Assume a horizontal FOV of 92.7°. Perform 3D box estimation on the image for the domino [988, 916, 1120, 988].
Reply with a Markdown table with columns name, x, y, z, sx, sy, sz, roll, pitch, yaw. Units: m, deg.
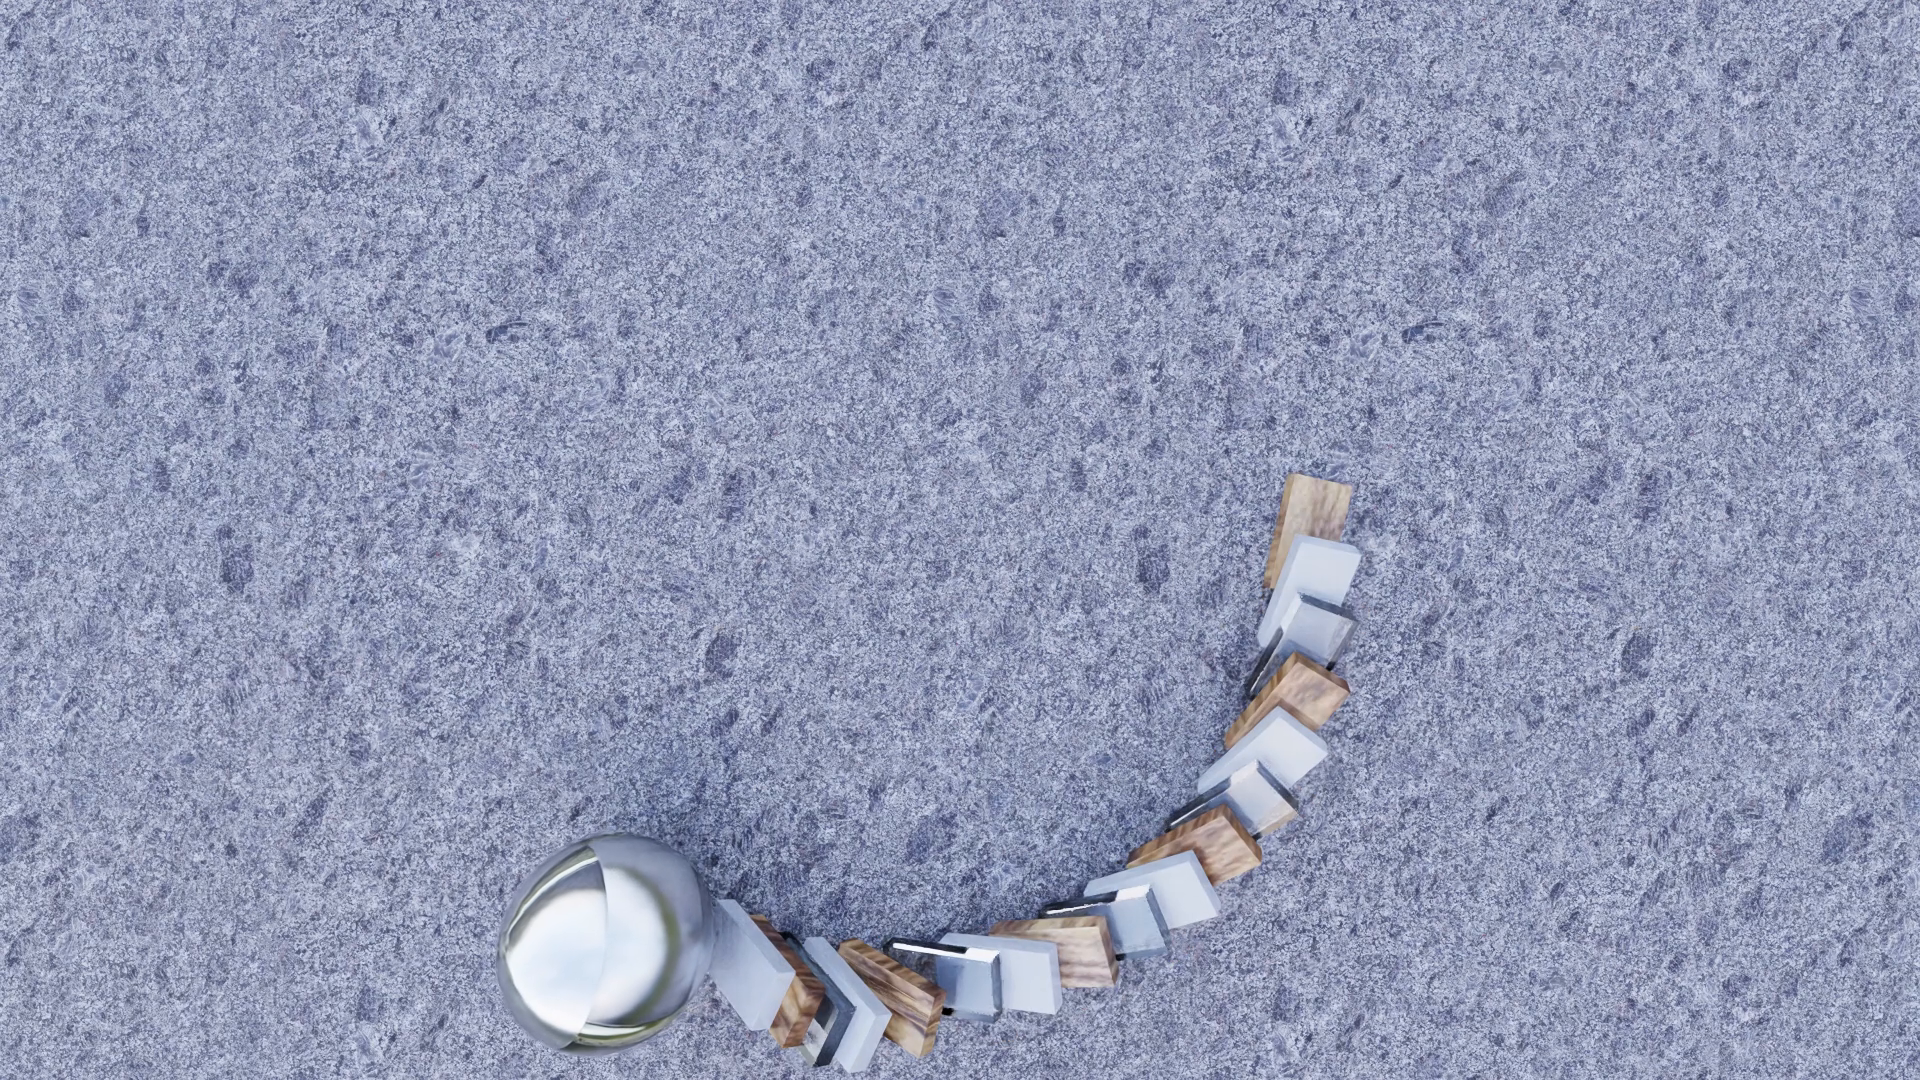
| name | x | y | z | sx | sy | sz | roll | pitch | yaw |
| --- | --- | --- | --- | --- | --- | --- | --- | --- | --- |
| domino | 0.039 | 0.173 | 0.385 | 0.050 | 0.009 | 0.025 | -15 | 90 | 25 |

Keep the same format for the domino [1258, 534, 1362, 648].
| name | x | y | z | sx | sy | sz | roll | pitch | yaw |
| --- | --- | --- | --- | --- | --- | --- | --- | --- | --- |
| domino | 0.146 | 0.024 | 0.386 | 0.025 | 0.010 | 0.050 | 12 | 114 | 0 |

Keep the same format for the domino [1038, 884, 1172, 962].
| name | x | y | z | sx | sy | sz | roll | pitch | yaw |
| --- | --- | --- | --- | --- | --- | --- | --- | --- | --- |
| domino | 0.060 | 0.163 | 0.385 | 0.050 | 0.009 | 0.025 | -22 | 90 | 25 |

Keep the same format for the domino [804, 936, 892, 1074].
| name | x | y | z | sx | sy | sz | roll | pitch | yaw |
| --- | --- | --- | --- | --- | --- | --- | --- | --- | --- |
| domino | -0.052 | 0.191 | 0.379 | 0.050 | 0.010 | 0.025 | 26 | 91 | 43 |

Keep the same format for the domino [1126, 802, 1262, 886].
| name | x | y | z | sx | sy | sz | roll | pitch | yaw |
| --- | --- | --- | --- | --- | --- | --- | --- | --- | --- |
| domino | 0.098 | 0.134 | 0.385 | 0.050 | 0.009 | 0.025 | -38 | 90 | 26 |

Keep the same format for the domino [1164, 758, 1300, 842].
| name | x | y | z | sx | sy | sz | roll | pitch | yaw |
| --- | --- | --- | --- | --- | --- | --- | --- | --- | --- |
| domino | 0.114 | 0.116 | 0.385 | 0.025 | 0.010 | 0.050 | 46 | 115 | 0 |

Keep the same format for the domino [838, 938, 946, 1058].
| name | x | y | z | sx | sy | sz | roll | pitch | yaw |
| --- | --- | --- | --- | --- | --- | --- | --- | --- | --- |
| domino | -0.031 | 0.190 | 0.383 | 0.050 | 0.010 | 0.025 | 14 | 90 | 32 |

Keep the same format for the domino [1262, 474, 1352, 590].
| name | x | y | z | sx | sy | sz | roll | pitch | yaw |
| --- | --- | --- | --- | --- | --- | --- | --- | --- | --- |
| domino | 0.150 | -0.001 | 0.395 | 0.025 | 0.009 | 0.050 | 13 | 90 | 0 |

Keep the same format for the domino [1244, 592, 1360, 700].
| name | x | y | z | sx | sy | sz | roll | pitch | yaw |
| --- | --- | --- | --- | --- | --- | --- | --- | --- | --- |
| domino | 0.143 | 0.049 | 0.385 | 0.025 | 0.010 | 0.050 | 20 | 114 | 0 |

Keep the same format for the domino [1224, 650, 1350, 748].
| name | x | y | z | sx | sy | sz | roll | pitch | yaw |
| --- | --- | --- | --- | --- | --- | --- | --- | --- | --- |
| domino | 0.137 | 0.073 | 0.385 | 0.025 | 0.009 | 0.050 | 31 | 115 | 0 |

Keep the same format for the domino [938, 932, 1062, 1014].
| name | x | y | z | sx | sy | sz | roll | pitch | yaw |
| --- | --- | --- | --- | --- | --- | --- | --- | --- | --- |
| domino | 0.017 | 0.182 | 0.385 | 0.050 | 0.009 | 0.025 | -6 | 91 | 25 |

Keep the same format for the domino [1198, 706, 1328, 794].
| name | x | y | z | sx | sy | sz | roll | pitch | yaw |
| --- | --- | --- | --- | --- | --- | --- | --- | --- | --- |
| domino | 0.126 | 0.096 | 0.385 | 0.025 | 0.009 | 0.050 | 38 | 115 | 0 |

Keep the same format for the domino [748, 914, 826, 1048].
| name | x | y | z | sx | sy | sz | roll | pitch | yaw |
| --- | --- | --- | --- | --- | --- | --- | --- | --- | --- |
| domino | -0.078 | 0.181 | 0.379 | 0.050 | 0.009 | 0.025 | 26 | 90 | 43 |

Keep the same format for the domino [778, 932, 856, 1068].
| name | x | y | z | sx | sy | sz | roll | pitch | yaw |
| --- | --- | --- | --- | --- | --- | --- | --- | --- | --- |
| domino | -0.066 | 0.189 | 0.379 | 0.050 | 0.009 | 0.025 | 26 | 91 | 43 |

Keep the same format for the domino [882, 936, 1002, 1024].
| name | x | y | z | sx | sy | sz | roll | pitch | yaw |
| --- | --- | --- | --- | --- | --- | --- | --- | --- | --- |
| domino | -0.008 | 0.184 | 0.385 | 0.050 | 0.009 | 0.025 | -3 | 90 | 25 |

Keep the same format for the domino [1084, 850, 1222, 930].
| name | x | y | z | sx | sy | sz | roll | pitch | yaw |
| --- | --- | --- | --- | --- | --- | --- | --- | --- | --- |
| domino | 0.080 | 0.150 | 0.385 | 0.050 | 0.010 | 0.025 | -28 | 90 | 26 |

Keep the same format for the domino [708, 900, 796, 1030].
| name | x | y | z | sx | sy | sz | roll | pitch | yaw |
| --- | --- | --- | --- | --- | --- | --- | --- | --- | --- |
| domino | -0.090 | 0.175 | 0.379 | 0.050 | 0.010 | 0.025 | 25 | 90 | 43 |

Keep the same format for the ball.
| name | x | y | z | sx | sy | sz | roll | pitch | yaw |
| --- | --- | --- | --- | --- | --- | --- | --- | --- | --- |
| ball | -0.137 | 0.157 | 0.360 | 0.080 | 0.080 | 0.080 | 0 | 90 | 0 |
